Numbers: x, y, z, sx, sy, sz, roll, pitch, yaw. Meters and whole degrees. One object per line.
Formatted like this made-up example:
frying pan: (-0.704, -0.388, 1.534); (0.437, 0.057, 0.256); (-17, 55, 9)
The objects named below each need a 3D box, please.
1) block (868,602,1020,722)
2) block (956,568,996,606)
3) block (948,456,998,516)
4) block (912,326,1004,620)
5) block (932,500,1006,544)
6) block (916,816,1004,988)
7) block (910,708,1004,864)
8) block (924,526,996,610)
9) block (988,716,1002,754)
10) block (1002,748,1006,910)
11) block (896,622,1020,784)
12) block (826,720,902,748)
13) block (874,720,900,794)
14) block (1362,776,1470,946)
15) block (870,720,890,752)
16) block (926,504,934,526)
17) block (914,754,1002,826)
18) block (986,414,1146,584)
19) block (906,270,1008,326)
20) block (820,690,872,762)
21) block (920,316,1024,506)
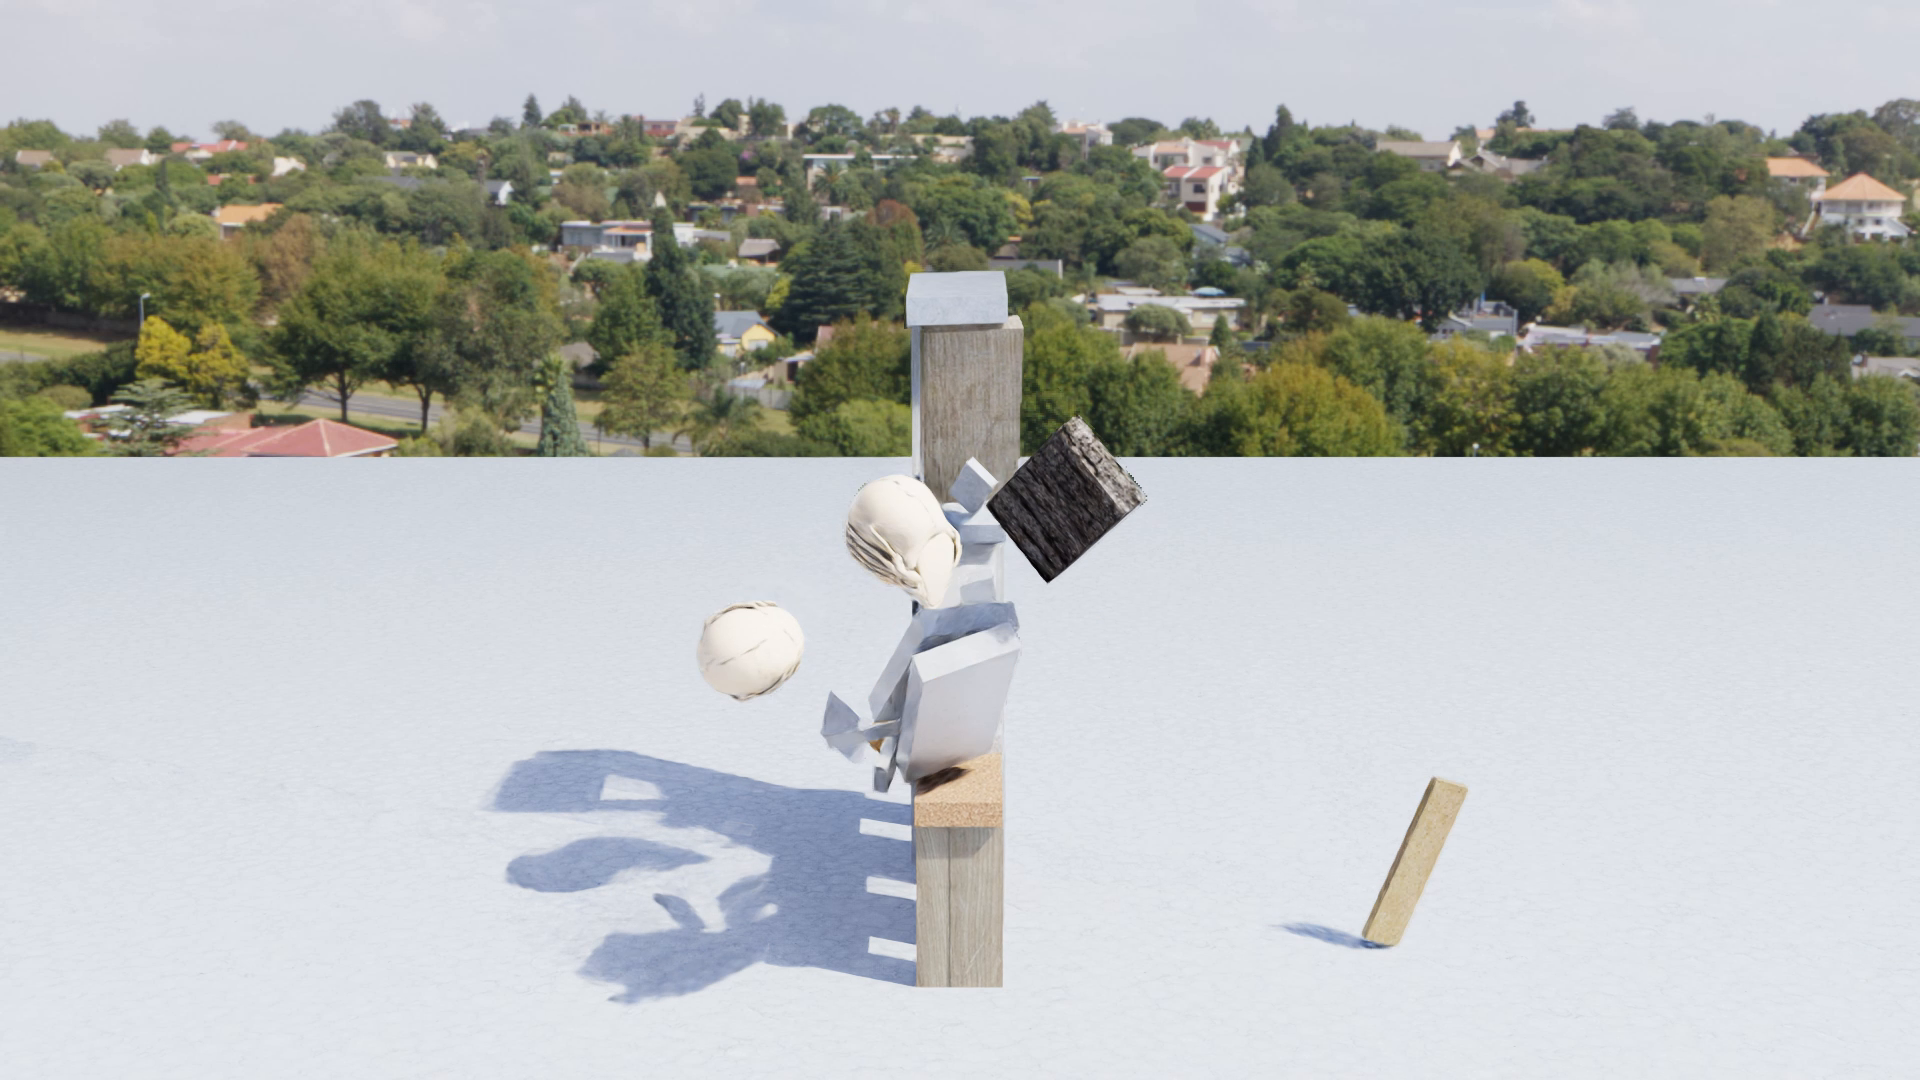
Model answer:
block: (-0.026, 0.174, 3.098); (0.139, 0.039, 0.277); (-5, -27, -21)
block: (0.028, 0.082, 3.651); (0.058, 0.017, 0.117); (-18, -22, -3)
block: (0.021, -0.088, 3.659); (0.017, 0.059, 0.117); (-42, -7, -28)
block: (-0.005, -0.142, 3.940); (0.163, 0.606, 0.046); (0, 0, -2)
block: (0.013, -0.070, 3.800); (0.122, 0.035, 0.245); (-1, 29, -2)
block: (-0.001, 0.535, 3.262); (0.128, 0.256, 0.036); (0, 10, 0)
block: (-0.004, 0.400, 3.807); (0.161, 0.321, 0.046); (0, 9, 0)
block: (0.000, 0.118, 3.720); (0.122, 0.290, 0.035); (0, -21, 1)
block: (-0.002, 0.299, 3.580); (0.141, 0.040, 0.282); (0, 11, 1)
block: (0.002, 0.475, 3.519); (0.141, 0.282, 0.040); (0, 11, 0)
block: (-0.008, 0.237, 3.105); (0.139, 0.039, 0.468); (-19, -20, -12)
block: (-0.139, 0.286, 3.238); (0.066, 0.019, 0.132); (-13, -2, -30)
block: (-0.102, 0.314, 3.402); (0.020, 0.071, 0.142); (13, 52, 9)
block: (0.701, 0.497, 3.392); (0.058, 0.279, 0.017); (16, 14, -18)
block: (-0.088, 0.271, 3.510); (0.020, 0.071, 0.142); (37, 60, 17)
block: (0.000, 0.060, 3.835); (0.122, 0.245, 0.035); (0, -3, 0)
block: (-0.001, 0.375, 3.319); (0.128, 0.036, 0.256); (0, 11, 1)
block: (0.136, -0.050, 2.921); (0.039, 0.139, 0.277); (-36, -5, -27)
block: (-0.004, -0.409, 3.705); (0.163, 0.046, 0.327); (-2, 14, 1)
block: (-0.176, 0.286, 3.385); (0.020, 0.071, 0.142); (9, 9, -24)
block: (0.017, -0.215, 3.686); (0.163, 0.327, 0.046); (-4, 33, -8)
